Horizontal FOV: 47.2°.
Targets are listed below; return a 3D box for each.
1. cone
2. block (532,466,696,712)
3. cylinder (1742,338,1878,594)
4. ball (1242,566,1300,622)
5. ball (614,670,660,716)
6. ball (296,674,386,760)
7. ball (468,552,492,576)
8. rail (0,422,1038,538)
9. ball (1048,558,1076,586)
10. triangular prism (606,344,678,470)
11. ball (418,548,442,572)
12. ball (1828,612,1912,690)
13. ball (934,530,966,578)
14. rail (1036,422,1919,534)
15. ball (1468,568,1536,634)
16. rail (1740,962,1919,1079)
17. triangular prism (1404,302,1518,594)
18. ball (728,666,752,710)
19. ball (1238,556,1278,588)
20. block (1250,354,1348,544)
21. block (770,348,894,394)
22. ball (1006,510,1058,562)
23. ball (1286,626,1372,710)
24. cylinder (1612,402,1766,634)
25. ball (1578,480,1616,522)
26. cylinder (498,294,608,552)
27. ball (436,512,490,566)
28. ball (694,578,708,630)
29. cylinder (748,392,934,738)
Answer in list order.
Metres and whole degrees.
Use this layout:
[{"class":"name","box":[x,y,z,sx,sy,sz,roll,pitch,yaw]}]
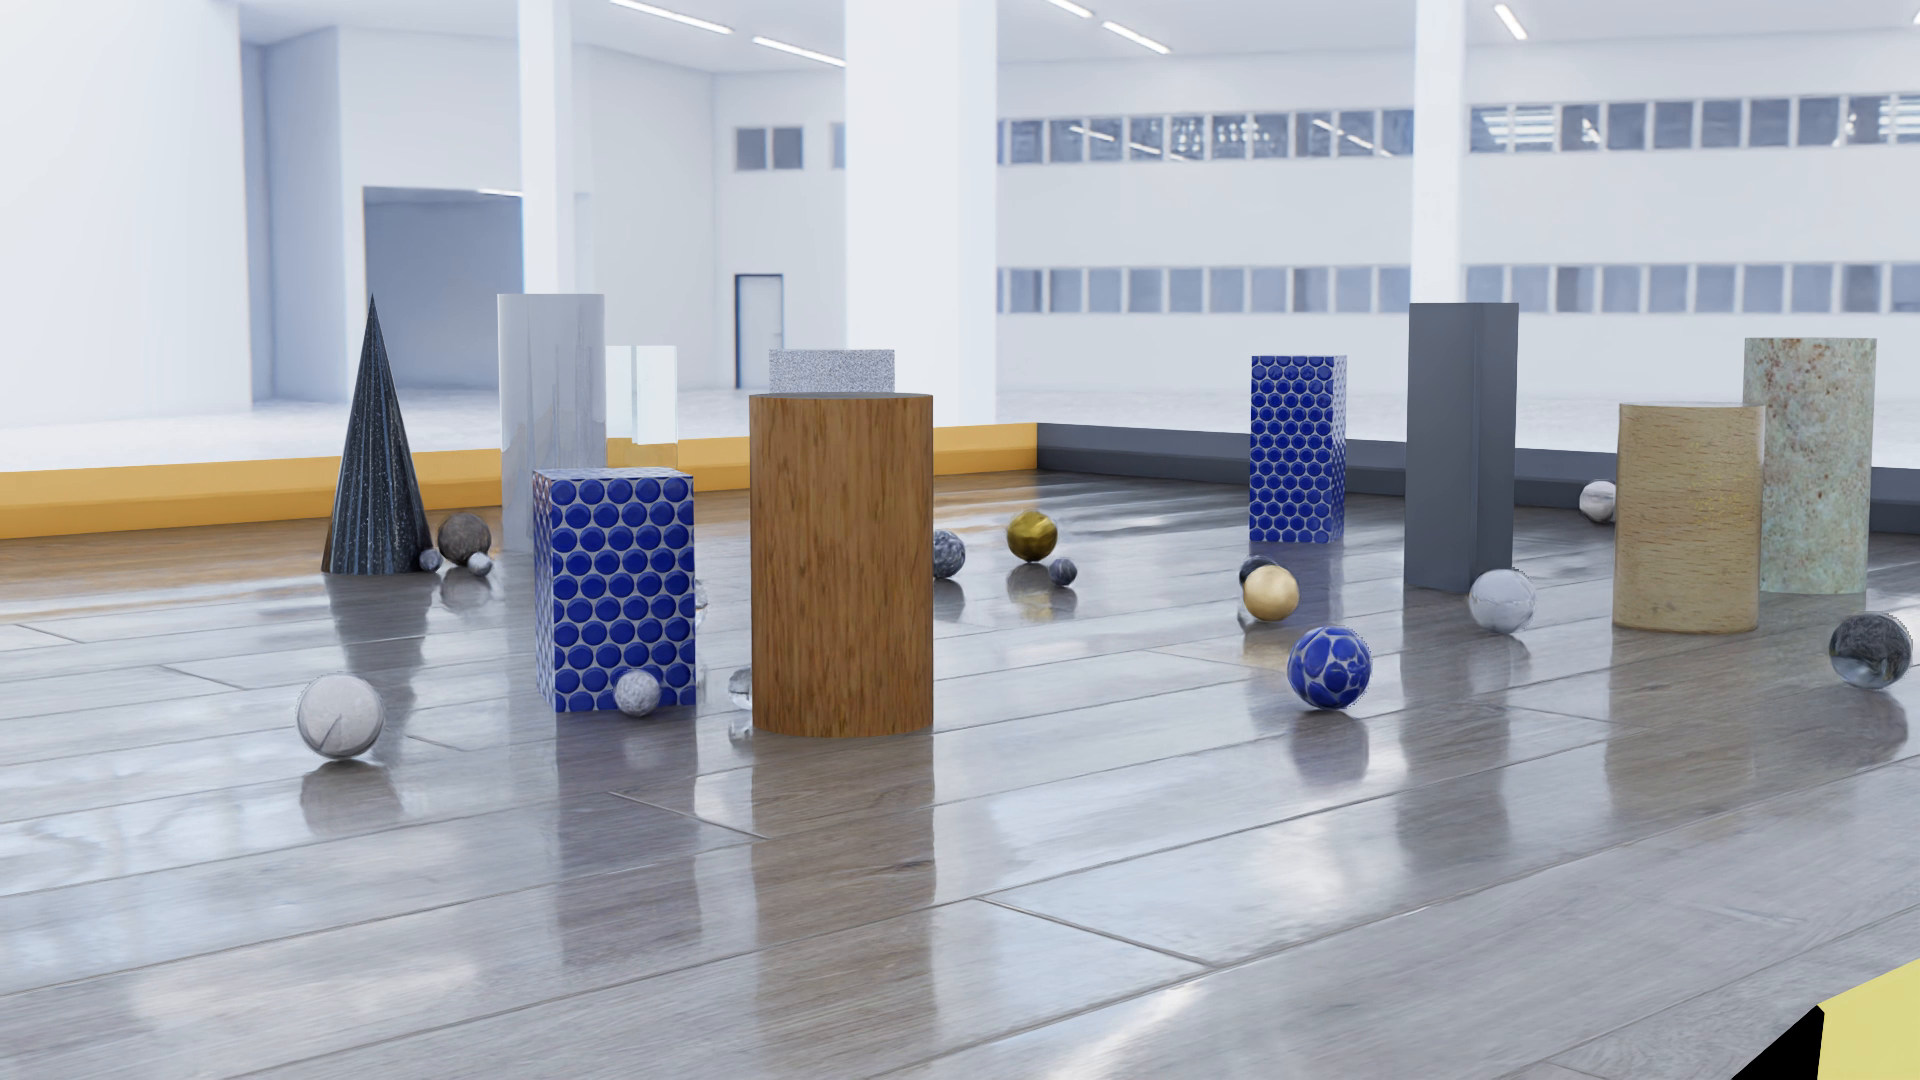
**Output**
[{"class":"cone","box":[-1.006,-0.189,3.788,0.198,0.477,0.198,0,6,0]},{"class":"block","box":[-0.399,0.052,2.530,0.158,0.260,0.158,-2,6,-18]},{"class":"cylinder","box":[1.361,-0.124,3.540,0.198,0.401,0.198,0,6,0]},{"class":"ball","box":[0.446,0.077,3.150,0.082,0.082,0.082,0,6,0]},{"class":"ball","box":[-0.354,0.169,2.418,0.051,0.051,0.051,0,6,0]},{"class":"ball","box":[-0.615,0.176,2.184,0.085,0.085,0.085,0,6,0]},{"class":"ball","box":[-0.805,0.041,3.690,0.041,0.041,0.041,0,6,0]},{"class":"rail","box":[-1.330,-0.116,4.766,4.256,0.128,0.045,-5,8,-42]},{"class":"ball","box":[0.166,0.052,3.560,0.046,0.046,0.046,0,6,0]},{"class":"triangular prism","box":[-0.694,-0.230,4.700,0.171,0.371,0.148,-1,6,-10]},{"class":"ball","box":[-0.903,0.035,3.753,0.040,0.040,0.040,0,6,0]},{"class":"ball","box":[1.071,0.131,2.588,0.091,0.091,0.091,0,6,0]},{"class":"ball","box":[-0.030,0.024,3.665,0.079,0.079,0.079,0,6,0]},{"class":"rail","box":[1.546,-0.115,4.751,0.045,0.128,3.970,-5,8,-42]},{"class":"ball","box":[0.747,0.085,3.032,0.091,0.091,0.091,0,6,0]},{"class":"rail","box":[1.330,0.183,1.898,4.256,0.128,0.045,-5,8,-42]},{"class":"triangular prism","box":[0.791,-0.153,3.544,0.148,0.457,0.171,4,7,34]},{"class":"ball","box":[-0.234,0.165,2.456,0.050,0.050,0.050,0,6,0]},{"class":"ball","box":[0.465,0.058,3.408,0.067,0.067,0.067,0,6,0]},{"class":"block","box":[0.662,-0.182,4.301,0.158,0.357,0.158,2,6,19]},{"class":"block","box":[-0.228,-0.153,3.938,0.158,0.376,0.158,6,8,44]},{"class":"ball","box":[0.128,-0.006,3.901,0.092,0.092,0.092,0,6,0]},{"class":"ball","box":[0.413,0.143,2.462,0.093,0.093,0.093,0,6,0]},{"class":"cylinder","box":[1.029,-0.035,3.110,0.198,0.313,0.198,0,6,0]},{"class":"ball","box":[1.346,-0.080,4.621,0.089,0.089,0.089,0,6,0]},{"class":"cylinder","box":[-0.764,-0.224,4.136,0.198,0.475,0.198,0,6,0]},{"class":"ball","box":[-0.868,-0.001,3.847,0.093,0.093,0.093,0,6,0]},{"class":"ball","box":[-0.390,0.088,2.965,0.099,0.099,0.099,0,6,0]},{"class":"cylinder","box":[-0.128,0.021,2.379,0.198,0.354,0.198,0,6,0]}]
